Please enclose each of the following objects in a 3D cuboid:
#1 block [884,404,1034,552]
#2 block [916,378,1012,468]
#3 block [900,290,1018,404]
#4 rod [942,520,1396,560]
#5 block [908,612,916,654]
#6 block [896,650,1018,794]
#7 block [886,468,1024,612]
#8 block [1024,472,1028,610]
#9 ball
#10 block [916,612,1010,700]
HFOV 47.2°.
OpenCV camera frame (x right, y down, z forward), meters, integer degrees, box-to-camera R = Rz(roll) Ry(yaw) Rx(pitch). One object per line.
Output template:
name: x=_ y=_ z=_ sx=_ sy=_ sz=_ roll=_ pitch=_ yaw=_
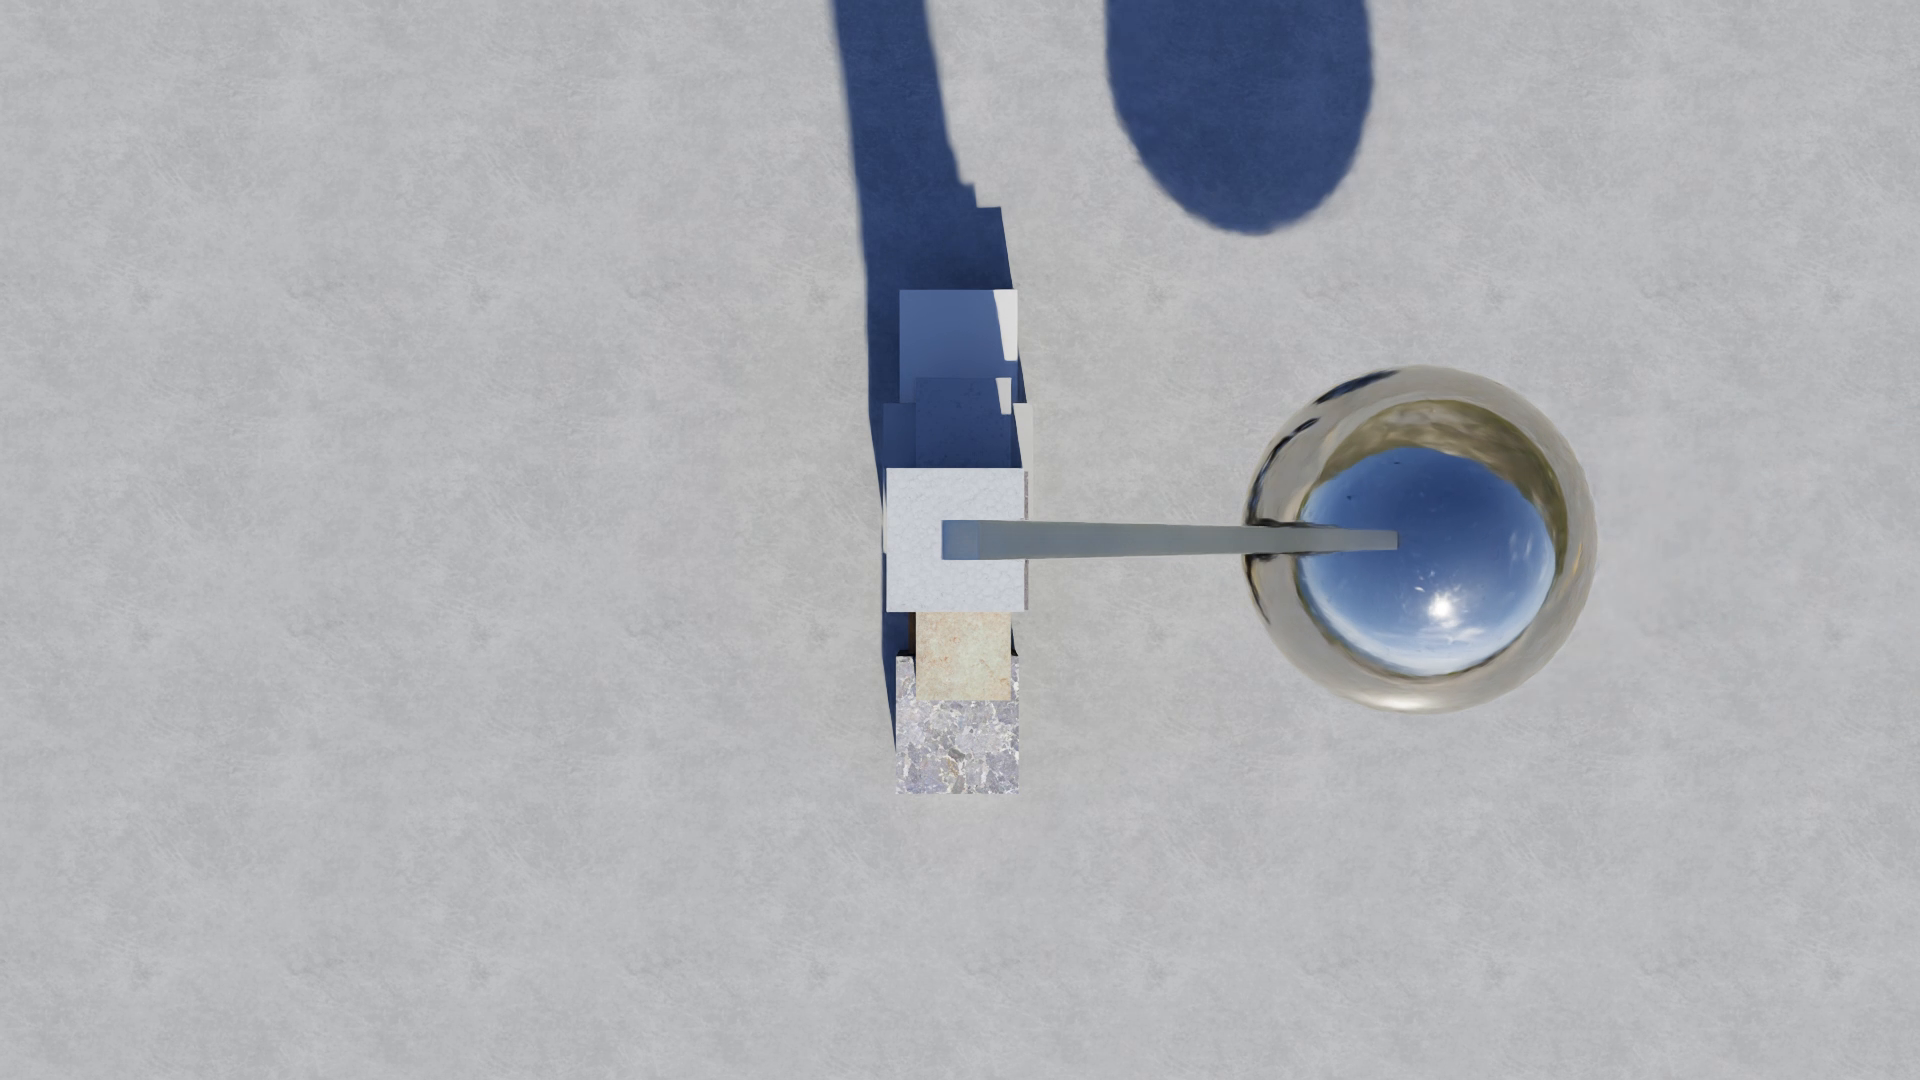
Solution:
block: x=-0.009 y=-0.343 z=12.577 sx=0.828 sy=0.846 sz=0.825 roll=0 pitch=90 yaw=0
block: x=0.019 y=-0.615 z=11.931 sx=0.506 sy=0.445 sz=0.498 roll=0 pitch=90 yaw=0
block: x=-0.008 y=-1.090 z=12.712 sx=0.665 sy=0.576 sz=0.648 roll=0 pitch=90 yaw=0
rod: x=0.899 y=0.000 z=6.817 sx=0.080 sy=5.200 sz=0.080 roll=0 pitch=90 yaw=20
block: x=-0.002 y=0.359 z=12.695 sx=0.573 sy=0.609 sz=0.560 roll=0 pitch=90 yaw=0
block: x=-0.015 y=1.032 z=12.627 sx=0.684 sy=0.747 sz=0.765 roll=0 pitch=90 yaw=0
block: x=-0.018 y=0.000 z=8.870 sx=0.539 sy=0.482 sz=0.564 roll=0 pitch=90 yaw=0
block: x=0.014 y=0.003 z=11.768 sx=0.680 sy=0.772 sz=0.718 roll=0 pitch=90 yaw=0
ball: x=2.074 y=0.000 z=10.008 sx=1.600 sy=1.600 sz=1.600 roll=0 pitch=90 yaw=0
block: x=0.018 y=0.613 z=11.988 sx=0.506 sy=0.533 sz=0.492 roll=0 pitch=89 yaw=0
